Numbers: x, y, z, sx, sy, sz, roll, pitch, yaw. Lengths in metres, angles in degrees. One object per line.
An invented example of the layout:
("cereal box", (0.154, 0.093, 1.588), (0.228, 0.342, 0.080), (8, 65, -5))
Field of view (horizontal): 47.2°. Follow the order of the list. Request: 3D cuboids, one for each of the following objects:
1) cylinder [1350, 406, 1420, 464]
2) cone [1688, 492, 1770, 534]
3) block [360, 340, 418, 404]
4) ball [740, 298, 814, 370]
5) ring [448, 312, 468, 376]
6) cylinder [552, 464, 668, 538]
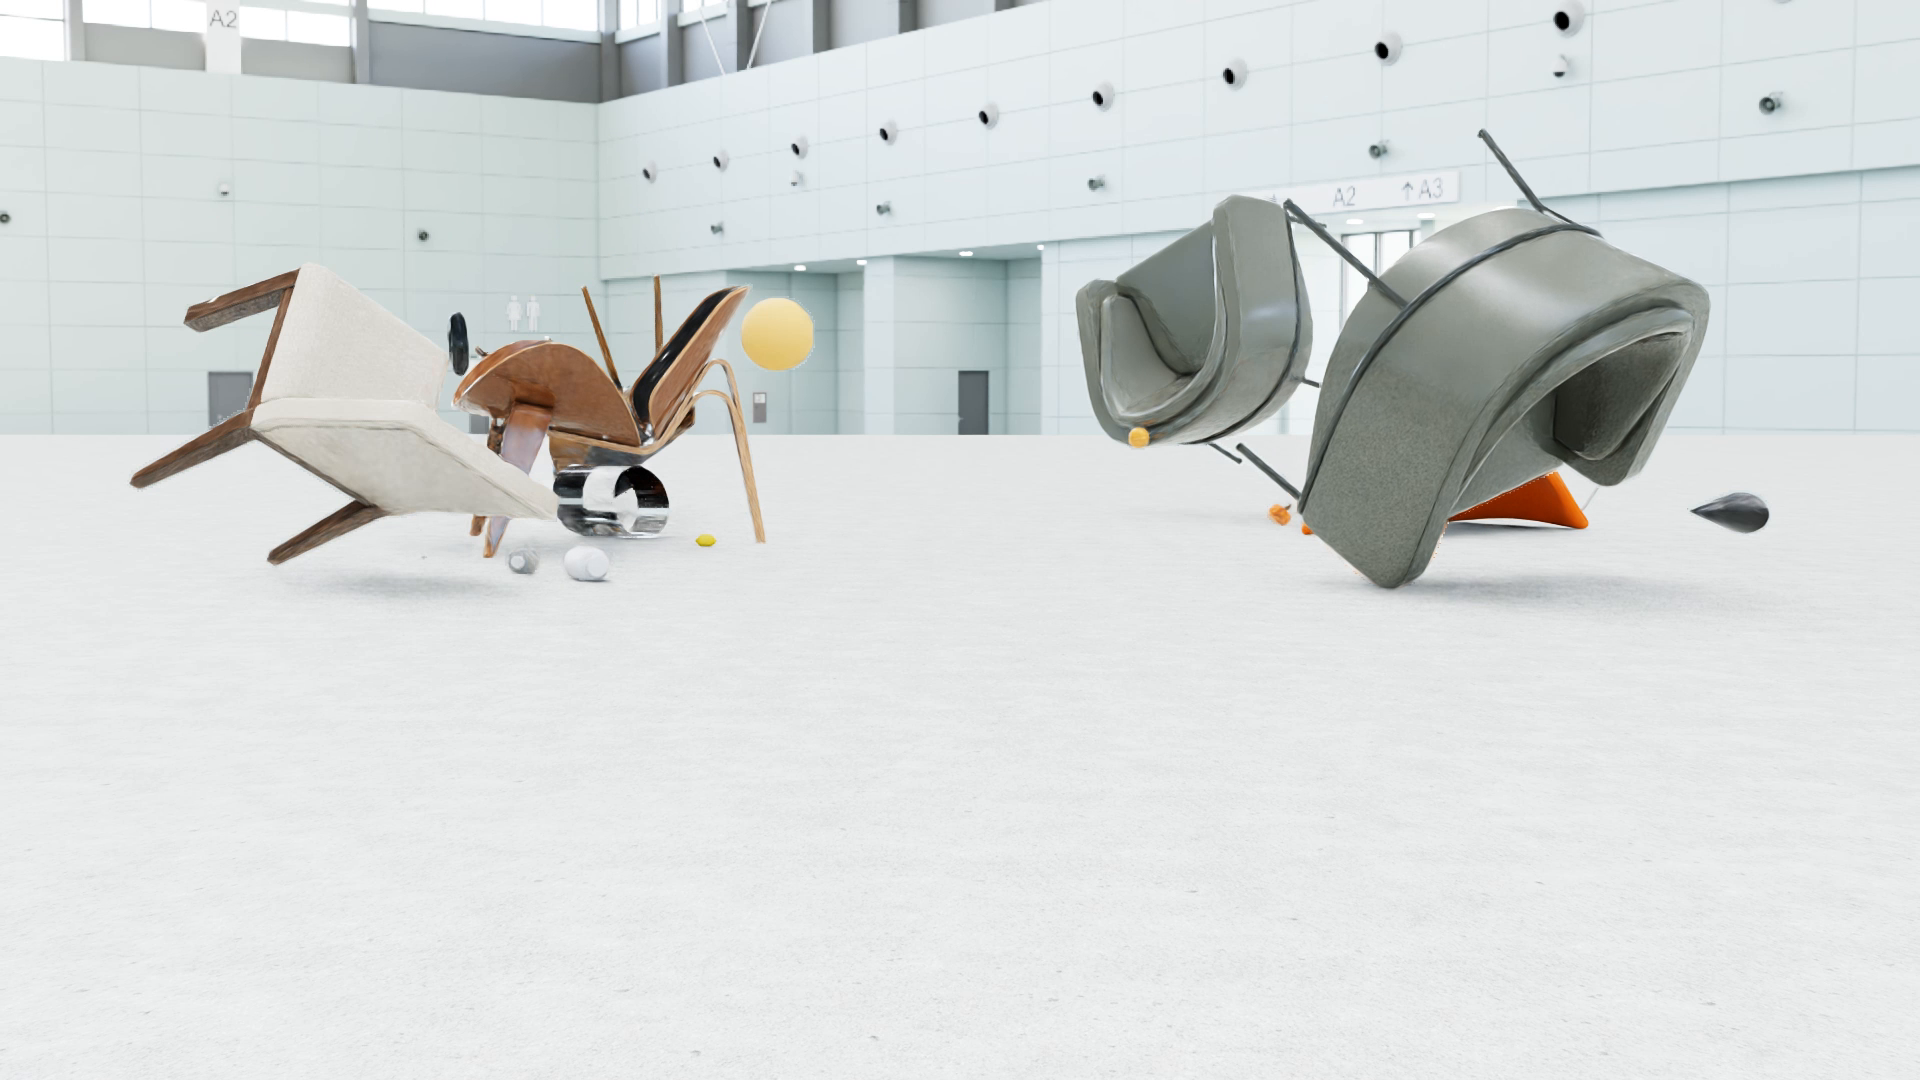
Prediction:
("cylinder", (1.215, -0.300, 6.296), (0.186, 0.148, 0.094), (4, 15, -37))
("cone", (1.763, -0.066, 5.135), (0.144, 0.096, 0.206), (1, 4, -16))
("block", (-1.921, -0.567, 7.398), (0.101, 0.168, 0.166), (-36, 18, -2))
("ball", (-0.454, -0.512, 5.467), (0.182, 0.182, 0.182), (0, 4, 0))
("ring", (-1.681, -0.657, 7.369), (0.056, 0.217, 0.125), (-4, 1, -20))
("cylinder", (-1.055, -0.117, 6.645), (0.247, 0.206, 0.258), (3, -24, 34))
